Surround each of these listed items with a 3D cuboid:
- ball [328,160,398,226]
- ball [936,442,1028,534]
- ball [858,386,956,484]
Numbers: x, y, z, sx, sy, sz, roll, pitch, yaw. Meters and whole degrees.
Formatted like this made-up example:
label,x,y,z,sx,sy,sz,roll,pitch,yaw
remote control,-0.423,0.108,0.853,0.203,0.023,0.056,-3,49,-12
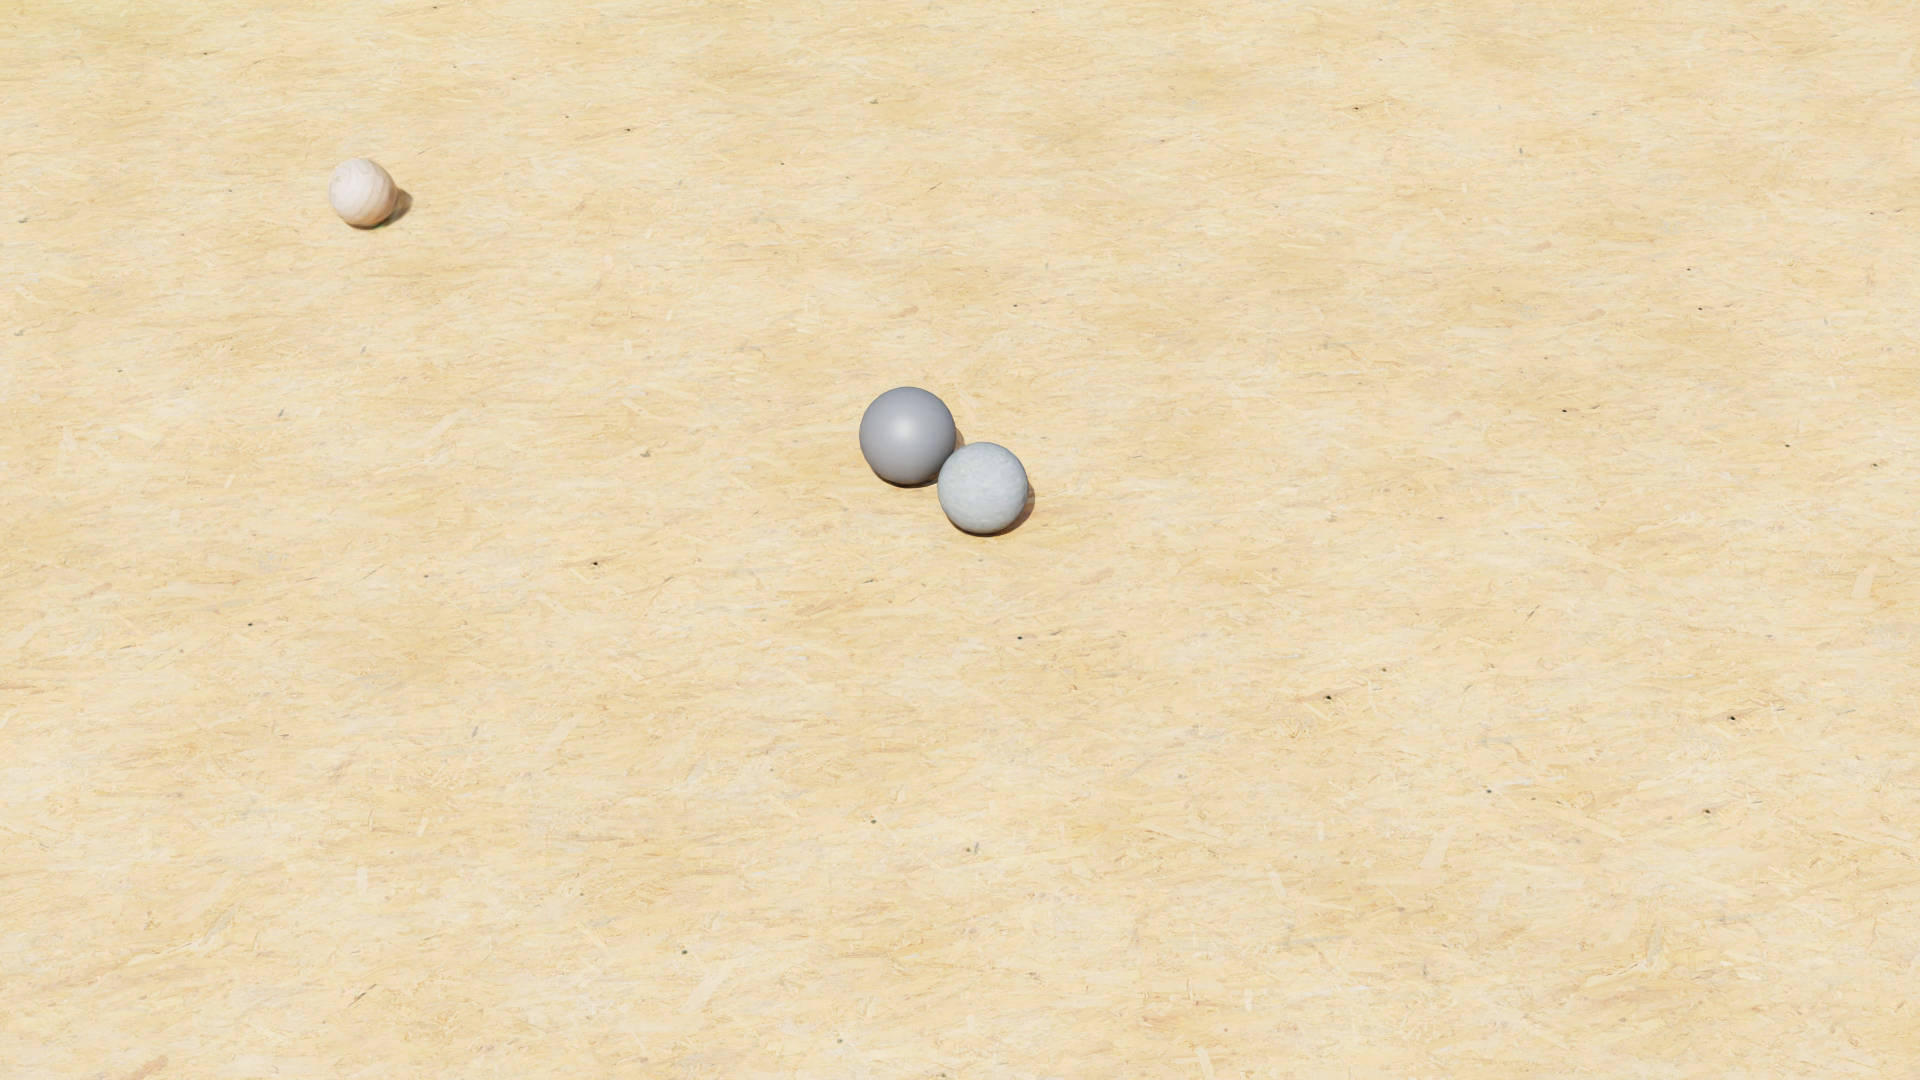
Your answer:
label,x,y,z,sx,sy,sz,roll,pitch,yaw
ball,-0.432,-0.251,1.858,0.048,0.048,0.048,0,37,0
ball,0.014,-0.032,1.558,0.056,0.056,0.056,0,37,0
ball,-0.033,-0.065,1.598,0.061,0.061,0.061,0,37,0
